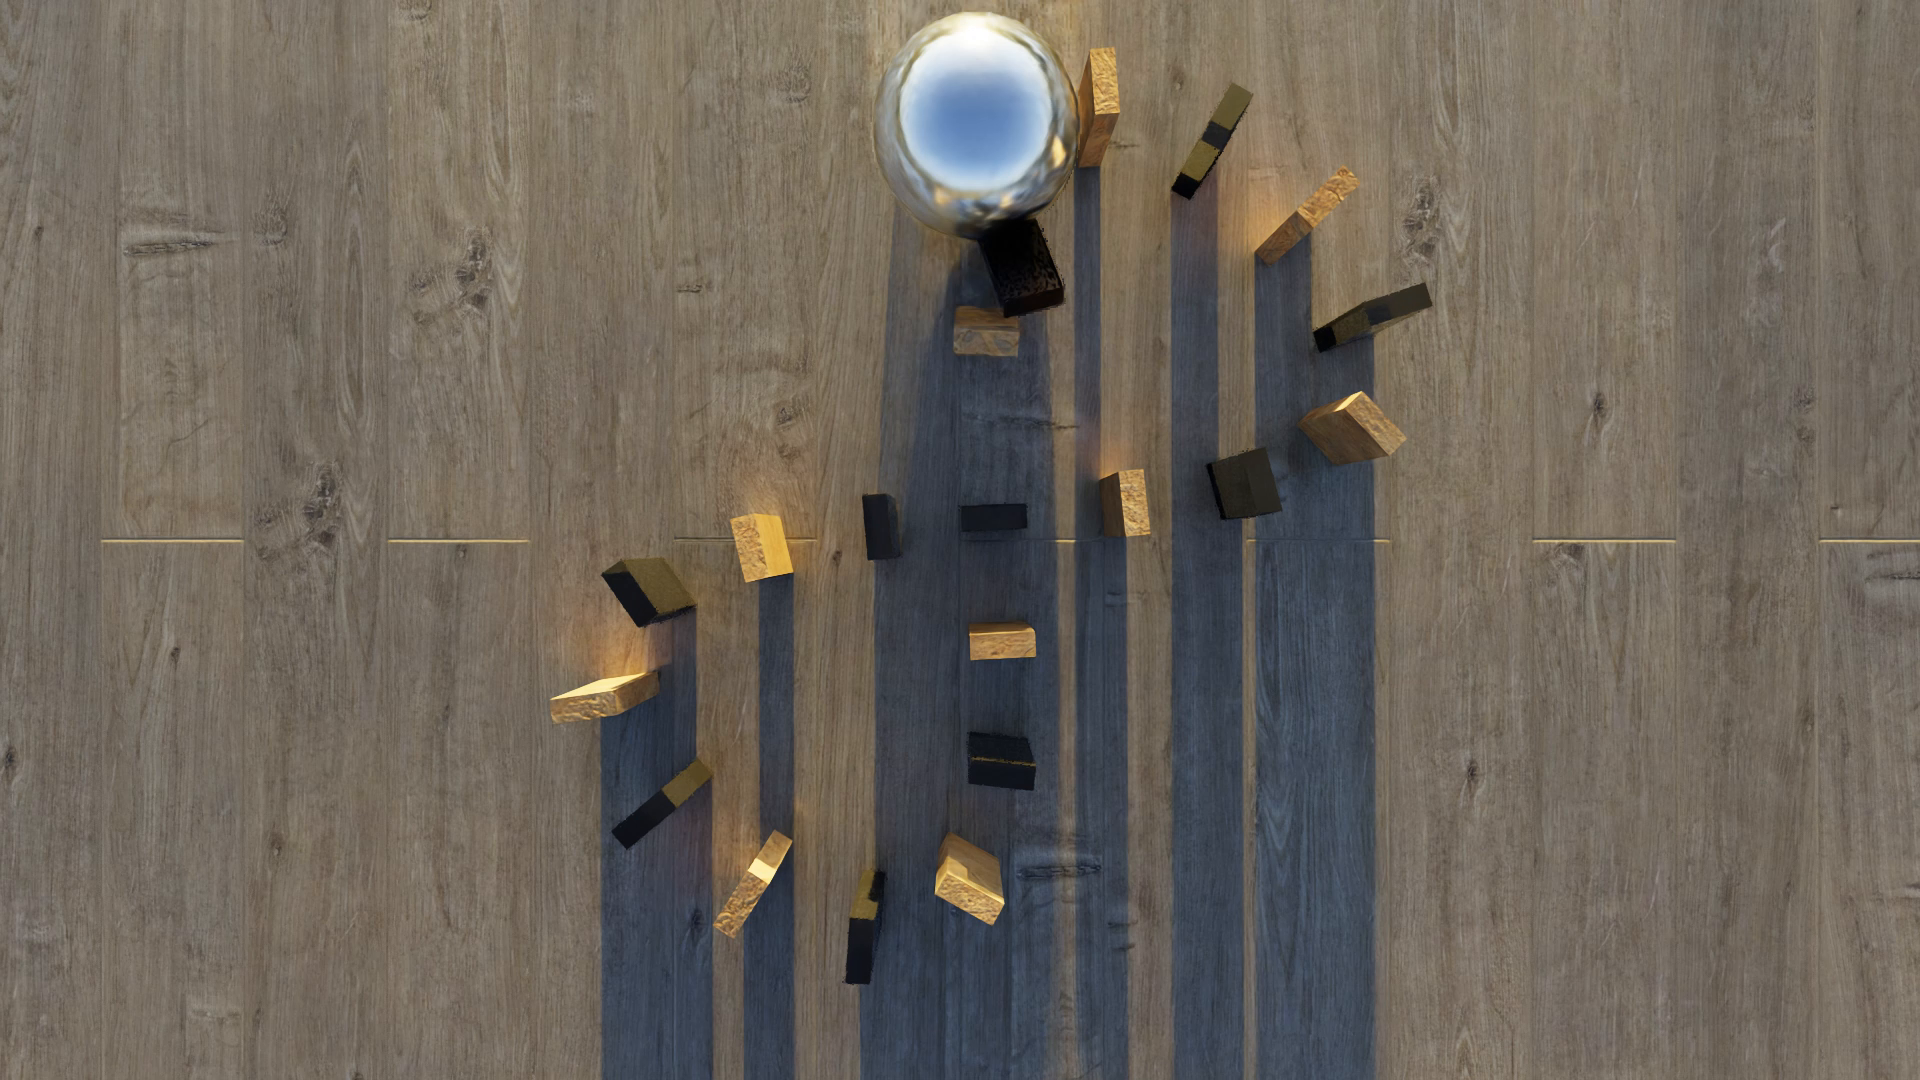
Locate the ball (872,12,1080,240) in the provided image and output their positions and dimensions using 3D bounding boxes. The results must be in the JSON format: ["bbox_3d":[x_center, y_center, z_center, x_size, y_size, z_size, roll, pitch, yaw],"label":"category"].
[{"bbox_3d":[0.006,-0.159,0.355,0.080,0.080,0.080,0,90,0],"label":"ball"}]

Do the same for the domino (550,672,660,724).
[{"bbox_3d":[-0.144,0.064,0.375,0.025,0.050,0.010,-8,90,0],"label":"domino"}]

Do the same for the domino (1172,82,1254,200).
[{"bbox_3d":[0.102,-0.162,0.375,0.009,0.050,0.025,29,90,0],"label":"domino"}]

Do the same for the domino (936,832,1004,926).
[{"bbox_3d":[0.004,0.137,0.375,0.025,0.050,0.009,29,90,0],"label":"domino"}]

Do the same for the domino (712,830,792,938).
[{"bbox_3d":[-0.084,0.139,0.375,0.010,0.050,0.025,33,90,0],"label":"domino"}]

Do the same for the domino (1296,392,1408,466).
[{"bbox_3d":[0.159,-0.045,0.375,0.009,0.050,0.025,-43,90,0],"label":"domino"}]

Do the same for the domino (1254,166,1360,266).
[{"bbox_3d":[0.141,-0.131,0.375,0.025,0.050,0.010,-44,90,0],"label":"domino"}]

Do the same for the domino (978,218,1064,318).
[{"bbox_3d":[0.024,-0.118,0.384,0.025,0.010,0.050,-15,61,-1],"label":"domino"}]

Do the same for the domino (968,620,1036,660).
[{"bbox_3d":[0.016,0.040,0.375,0.025,0.050,0.010,-3,90,0],"label":"domino"}]

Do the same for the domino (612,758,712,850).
[{"bbox_3d":[-0.121,0.107,0.375,0.025,0.050,0.009,-40,90,0],"label":"domino"}]

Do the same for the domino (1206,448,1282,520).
[{"bbox_3d":[0.115,-0.022,0.375,0.009,0.050,0.025,-15,90,0],"label":"domino"}]

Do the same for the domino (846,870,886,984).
[{"bbox_3d":[-0.038,0.157,0.375,0.009,0.050,0.025,4,90,0],"label":"domino"}]

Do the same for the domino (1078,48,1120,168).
[{"bbox_3d":[0.055,-0.175,0.375,0.009,0.050,0.025,-5,90,0],"label":"domino"}]

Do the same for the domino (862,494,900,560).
[{"bbox_3d":[-0.032,-0.005,0.375,0.010,0.050,0.025,-5,90,0],"label":"domino"}]

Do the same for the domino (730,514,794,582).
[{"bbox_3d":[-0.080,0.003,0.375,0.009,0.050,0.025,-14,90,0],"label":"domino"}]

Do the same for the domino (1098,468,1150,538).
[{"bbox_3d":[0.067,-0.014,0.375,0.010,0.050,0.025,-6,90,0],"label":"domino"}]

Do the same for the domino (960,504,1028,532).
[{"bbox_3d":[0.013,-0.009,0.375,0.025,0.050,0.009,-2,90,0],"label":"domino"}]

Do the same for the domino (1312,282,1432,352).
[{"bbox_3d":[0.167,-0.090,0.375,0.025,0.050,0.009,-18,90,0],"label":"domino"}]

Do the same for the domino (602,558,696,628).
[{"bbox_3d":[-0.126,0.021,0.375,0.010,0.050,0.025,-35,90,0],"label":"domino"}]

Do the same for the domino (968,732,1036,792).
[{"bbox_3d":[0.016,0.090,0.375,0.025,0.050,0.009,7,90,0],"label":"domino"}]

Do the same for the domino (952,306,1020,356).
[{"bbox_3d":[0.010,-0.086,0.375,0.025,0.050,0.010,3,114,0],"label":"domino"}]
